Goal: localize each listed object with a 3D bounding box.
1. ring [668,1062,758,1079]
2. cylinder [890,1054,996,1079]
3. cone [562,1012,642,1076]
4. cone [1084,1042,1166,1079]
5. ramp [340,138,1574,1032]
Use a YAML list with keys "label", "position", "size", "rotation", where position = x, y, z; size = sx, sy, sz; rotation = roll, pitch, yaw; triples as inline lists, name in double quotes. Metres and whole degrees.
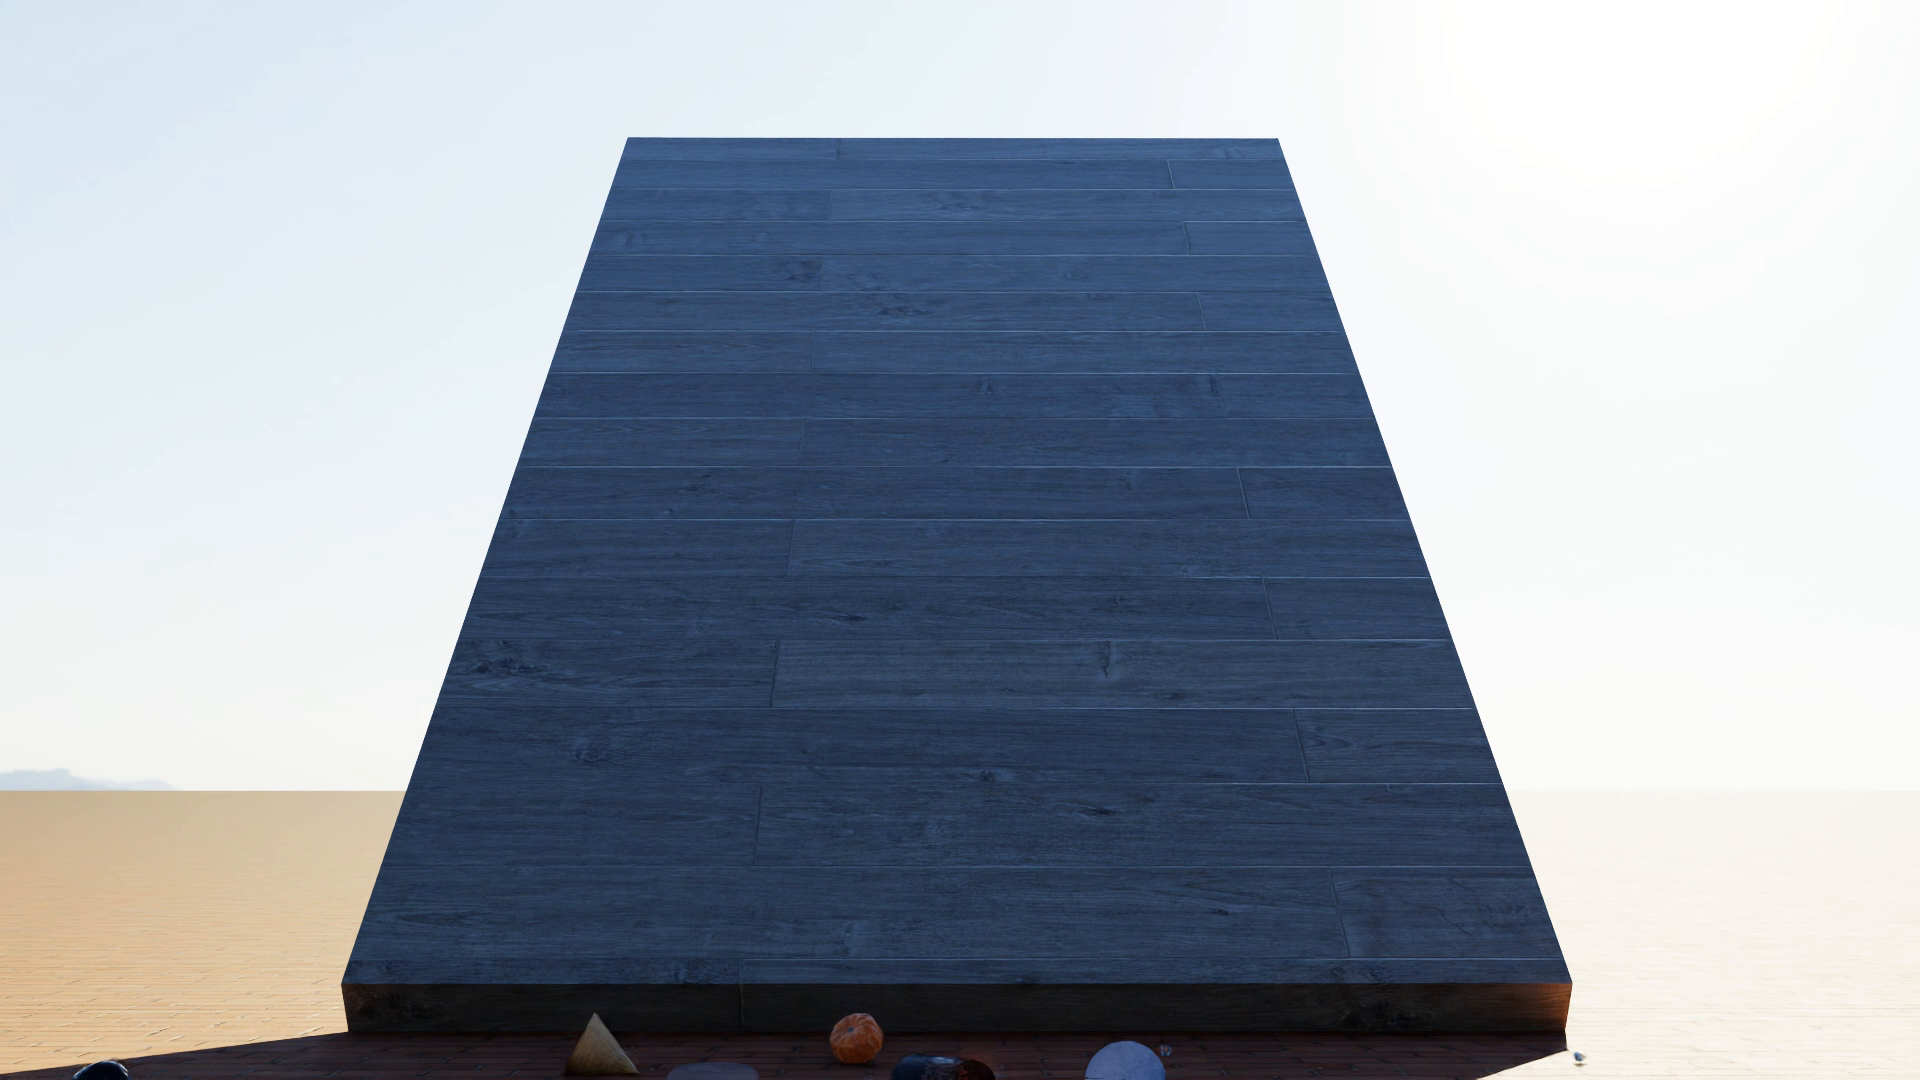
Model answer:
- label: "ring"
  position: [-0.319, 0.701, 3.106]
  size: [0.122, 0.041, 0.122]
  rotation: [-1, -4, 0]
- label: "cylinder"
  position: [-0.020, 0.640, 2.764]
  size: [0.091, 0.091, 0.091]
  rotation: [6, -8, -44]
- label: "cone"
  position: [-0.488, 0.724, 3.350]
  size: [0.098, 0.098, 0.098]
  rotation: [27, -7, -1]
- label: "cone"
  position: [0.207, 0.684, 2.967]
  size: [0.100, 0.100, 0.100]
  rotation: [-1, -33, 8]
- label: "ramp"
  position: [-0.012, -0.215, 5.672]
  size: [2.000, 0.100, 4.000]
  rotation: [0, 29, 0]
